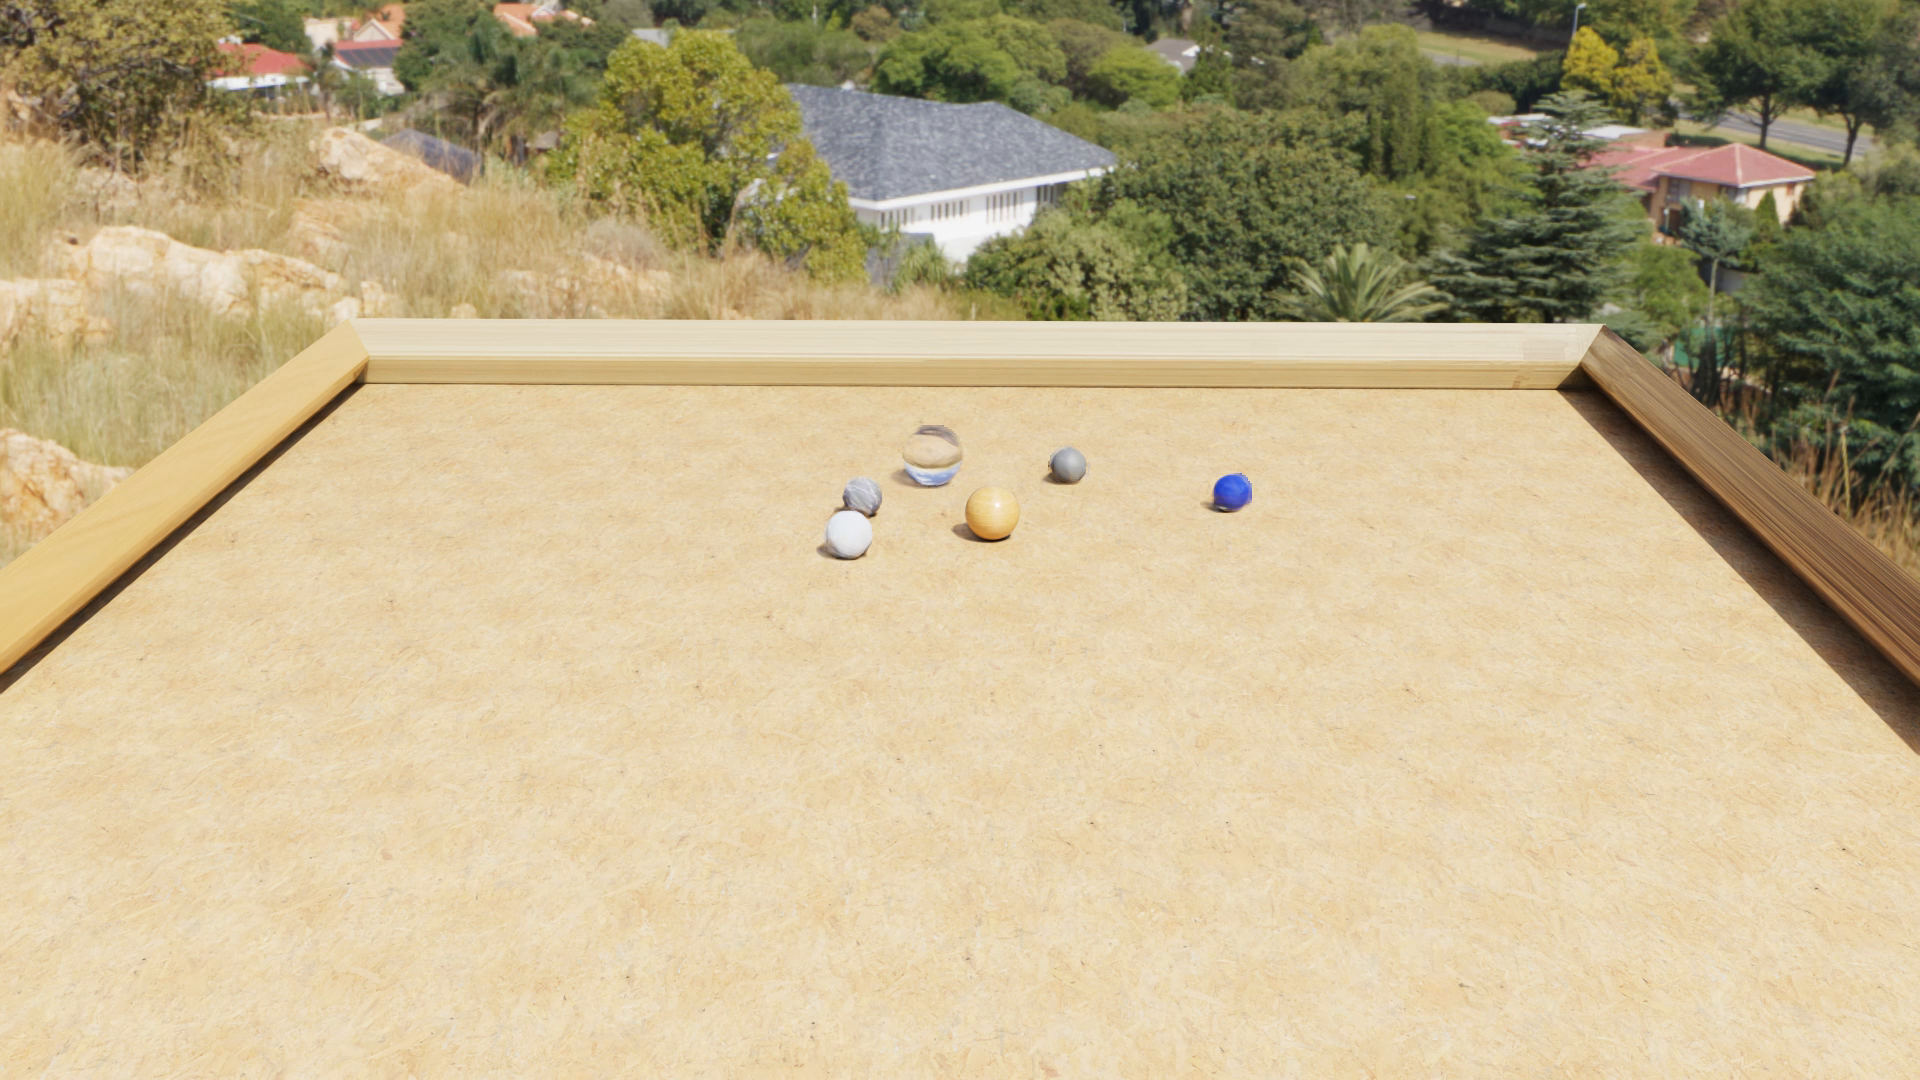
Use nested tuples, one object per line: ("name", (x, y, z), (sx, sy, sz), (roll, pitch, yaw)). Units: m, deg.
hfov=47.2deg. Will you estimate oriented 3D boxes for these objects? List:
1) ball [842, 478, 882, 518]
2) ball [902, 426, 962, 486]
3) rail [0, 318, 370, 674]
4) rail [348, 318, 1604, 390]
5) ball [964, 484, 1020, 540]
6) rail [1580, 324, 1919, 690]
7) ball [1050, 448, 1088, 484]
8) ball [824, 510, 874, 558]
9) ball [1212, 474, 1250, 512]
("ball", (-0.127, -0.055, 2.868), (0.052, 0.052, 0.052), (0, 18, 0))
("ball", (-0.037, -0.115, 3.005), (0.082, 0.082, 0.082), (0, 18, 0))
("rail", (-1.005, 0.249, 1.824), (0.045, 0.106, 3.651), (0, 18, 1))
("rail", (0.019, -0.293, 3.521), (2.019, 0.106, 0.045), (0, 18, 1))
("ball", (0.041, -0.035, 2.775), (0.070, 0.070, 0.070), (0, 18, 0))
("rail", (0.966, 0.262, 1.784), (0.045, 0.106, 3.651), (0, 18, 1))
("ball", (0.150, -0.102, 3.018), (0.050, 0.050, 0.050), (0, 18, 0))
("ball", (-0.137, -0.007, 2.705), (0.059, 0.059, 0.059), (0, 18, 0))
("ball", (0.357, -0.062, 2.893), (0.050, 0.050, 0.050), (0, 18, 0))
